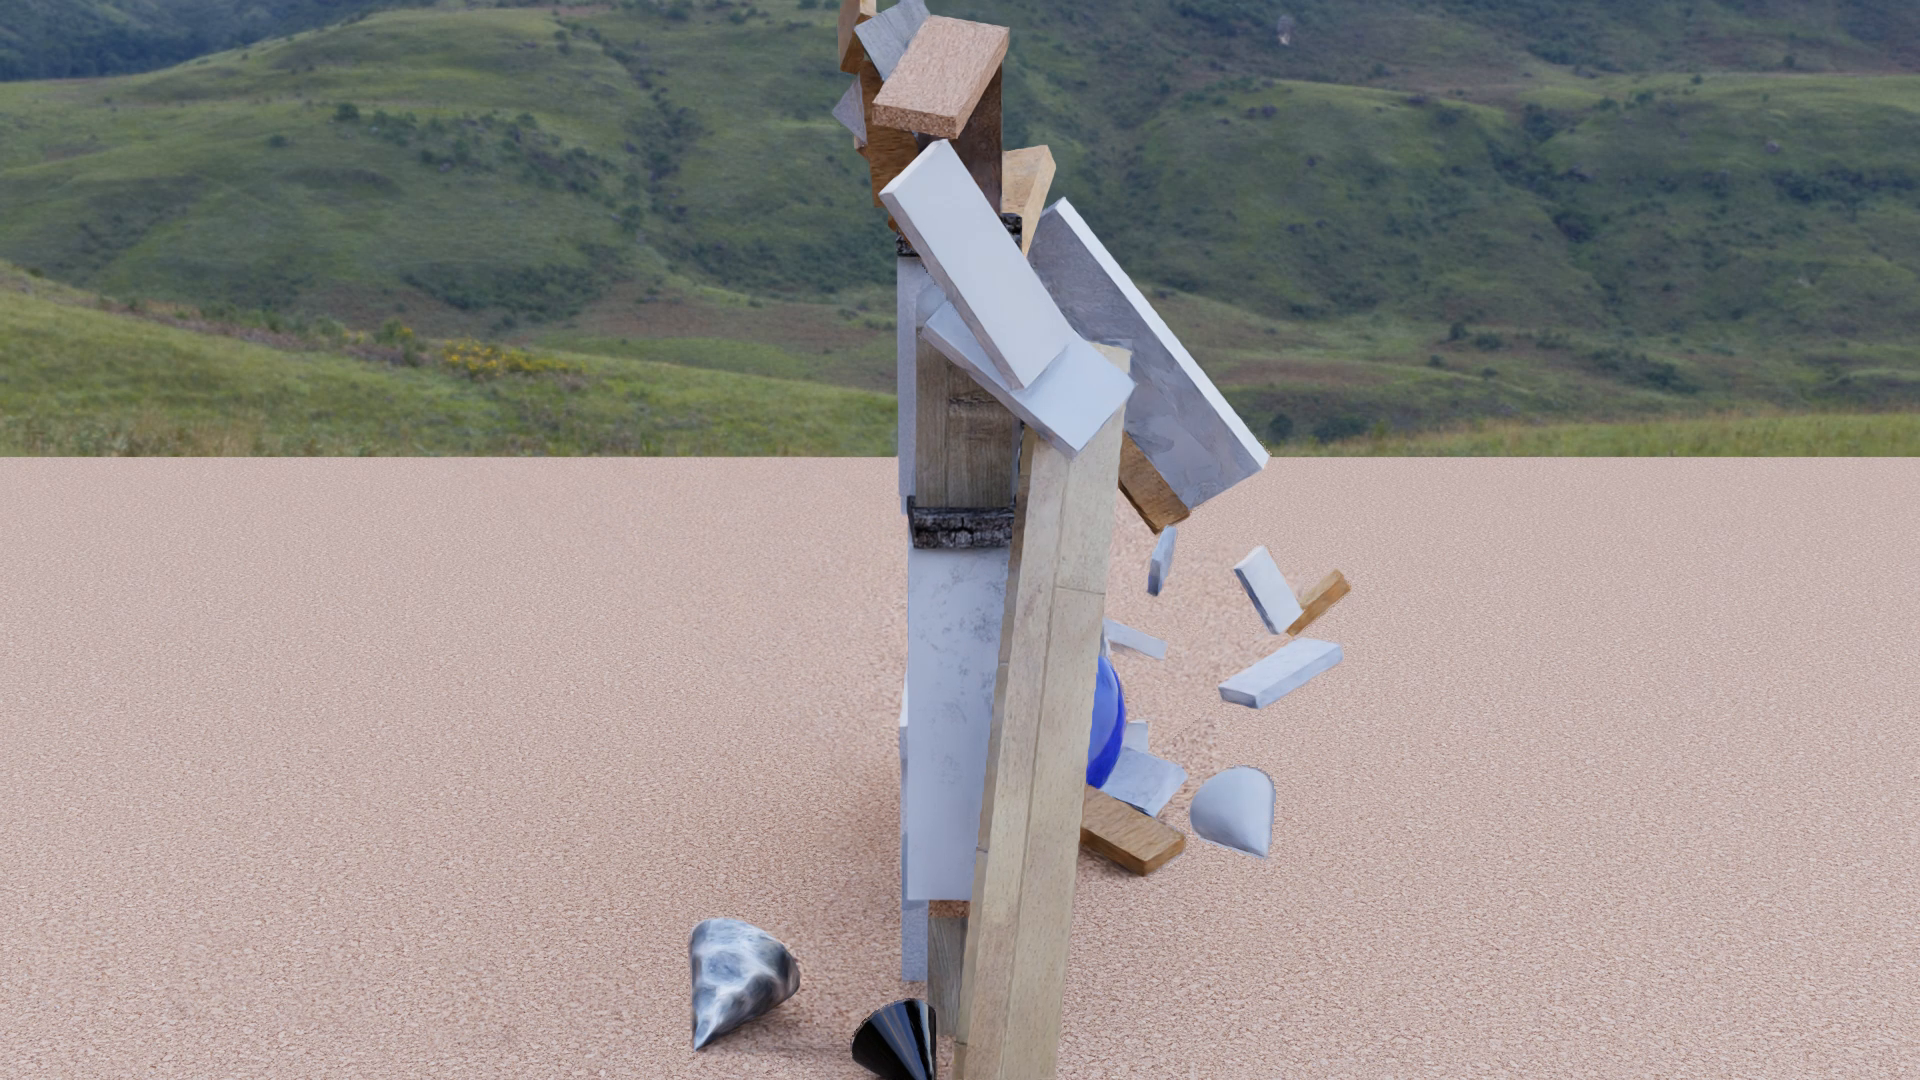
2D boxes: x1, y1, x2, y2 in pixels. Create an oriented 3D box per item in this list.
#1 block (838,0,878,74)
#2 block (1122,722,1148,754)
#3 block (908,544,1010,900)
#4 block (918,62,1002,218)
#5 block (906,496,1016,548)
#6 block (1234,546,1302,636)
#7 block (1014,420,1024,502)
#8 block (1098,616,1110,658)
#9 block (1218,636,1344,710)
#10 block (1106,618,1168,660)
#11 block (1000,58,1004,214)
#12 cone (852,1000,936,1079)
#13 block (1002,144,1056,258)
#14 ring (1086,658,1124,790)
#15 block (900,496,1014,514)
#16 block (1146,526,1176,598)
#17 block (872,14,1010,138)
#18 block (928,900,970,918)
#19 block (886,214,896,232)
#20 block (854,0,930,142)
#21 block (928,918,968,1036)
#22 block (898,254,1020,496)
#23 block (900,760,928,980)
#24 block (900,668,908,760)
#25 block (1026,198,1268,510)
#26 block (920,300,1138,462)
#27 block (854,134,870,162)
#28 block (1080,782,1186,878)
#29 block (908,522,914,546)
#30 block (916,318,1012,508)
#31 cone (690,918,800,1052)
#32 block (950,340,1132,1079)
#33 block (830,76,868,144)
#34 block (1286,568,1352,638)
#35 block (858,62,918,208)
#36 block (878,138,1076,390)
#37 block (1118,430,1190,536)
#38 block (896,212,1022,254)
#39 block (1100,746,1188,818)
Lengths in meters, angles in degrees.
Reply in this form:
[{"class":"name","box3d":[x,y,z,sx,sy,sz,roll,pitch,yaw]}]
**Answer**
[{"class":"block","box3d":[-0.170,-0.864,3.640,0.029,0.103,0.207,14,34,-15]},{"class":"block","box3d":[0.257,0.416,4.289,0.221,0.111,0.031,-3,-1,-14]},{"class":"block","box3d":[0.002,0.250,3.024,0.146,0.488,0.041,0,3,0]},{"class":"block","box3d":[0.000,-0.540,2.950,0.111,0.222,0.031,0,23,1]},{"class":"block","box3d":[0.003,-0.037,3.109,0.146,0.041,0.293,-1,11,-3]},{"class":"block","box3d":[0.542,0.089,3.868,0.071,0.142,0.020,-40,15,-31]},{"class":"block","box3d":[0.021,-0.218,3.579,0.167,0.335,0.047,2,19,26]},{"class":"block","box3d":[0.189,0.166,3.773,0.132,0.066,0.019,-1,14,25]},{"class":"block","box3d":[0.617,0.255,4.232,0.221,0.031,0.111,-27,20,-27]},{"class":"block","box3d":[0.260,0.169,4.166,0.245,0.035,0.122,22,-9,-28]},{"class":"block","box3d":[0.004,-0.592,3.199,0.116,0.232,0.033,0,12,-1]},{"class":"cone","box3d":[-0.060,0.701,2.913,0.127,0.127,0.127,-6,39,-29]},{"class":"block","box3d":[0.039,-0.517,3.606,0.167,0.047,0.335,-5,44,24]},{"class":"ring","box3d":[0.106,0.324,4.031,0.404,0.404,0.135,-2,-8,-11]},{"class":"block","box3d":[-0.005,-0.241,3.325,0.171,0.404,0.049,0,10,0]},{"class":"block","box3d":[0.355,0.038,3.881,0.020,0.071,0.142,21,-24,11]},{"class":"block","box3d":[-0.023,-0.599,2.831,0.111,0.031,0.222,13,46,13]},{"class":"block","box3d":[0.003,0.492,3.127,0.091,0.026,0.182,0,11,0]},{"class":"block","box3d":[0.079,-0.459,3.934,0.155,0.448,0.044,-36,20,25]},{"class":"block","box3d":[-0.064,-0.730,3.416,0.115,0.230,0.033,-28,-22,1]},{"class":"block","box3d":[0.000,0.605,3.088,0.091,0.182,0.026,0,11,0]},{"class":"block","box3d":[-0.002,-0.234,3.113,0.171,0.343,0.049,0,17,-1]},{"class":"block","box3d":[0.001,0.482,3.285,0.176,0.353,0.050,0,11,0]},{"class":"block","box3d":[0.001,0.262,3.363,0.176,0.050,0.353,0,11,0]},{"class":"block","box3d":[0.290,-0.315,3.788,0.167,0.577,0.047,-31,15,36]},{"class":"block","box3d":[0.091,-0.239,2.909,0.131,0.262,0.037,-48,-4,-21]},{"class":"block","box3d":[-0.064,-0.694,3.989,0.155,0.044,0.310,-11,-14,17]},{"class":"block","box3d":[0.267,0.503,3.835,0.227,0.032,0.113,26,34,35]},{"class":"block","box3d":[-0.002,0.117,3.200,0.146,0.292,0.041,0,-1,0]},{"class":"block","box3d":[0.005,-0.173,3.008,0.131,0.262,0.037,0,23,-3]},{"class":"cone","box3d":[-0.338,0.656,3.097,0.172,0.172,0.172,4,38,22]},{"class":"block","box3d":[0.111,0.224,2.940,0.131,0.999,0.037,10,-7,-24]},{"class":"block","box3d":[-0.099,-0.672,3.597,0.207,0.104,0.029,40,33,-5]},{"class":"block","box3d":[0.647,0.116,4.016,0.020,0.142,0.071,52,6,29]},{"class":"block","box3d":[-0.091,-0.654,3.523,0.115,0.230,0.033,-5,7,6]},{"class":"block","box3d":[0.025,-0.349,2.806,0.111,0.315,0.031,-48,27,-26]},{"class":"block","box3d":[0.307,-0.127,3.960,0.074,0.021,0.265,-26,65,-22]},{"class":"block","box3d":[-0.004,-0.445,3.171,0.171,0.049,0.343,0,10,-1]},{"class":"block","box3d":[0.318,0.452,4.160,0.111,0.031,0.221,-47,32,-20]}]
